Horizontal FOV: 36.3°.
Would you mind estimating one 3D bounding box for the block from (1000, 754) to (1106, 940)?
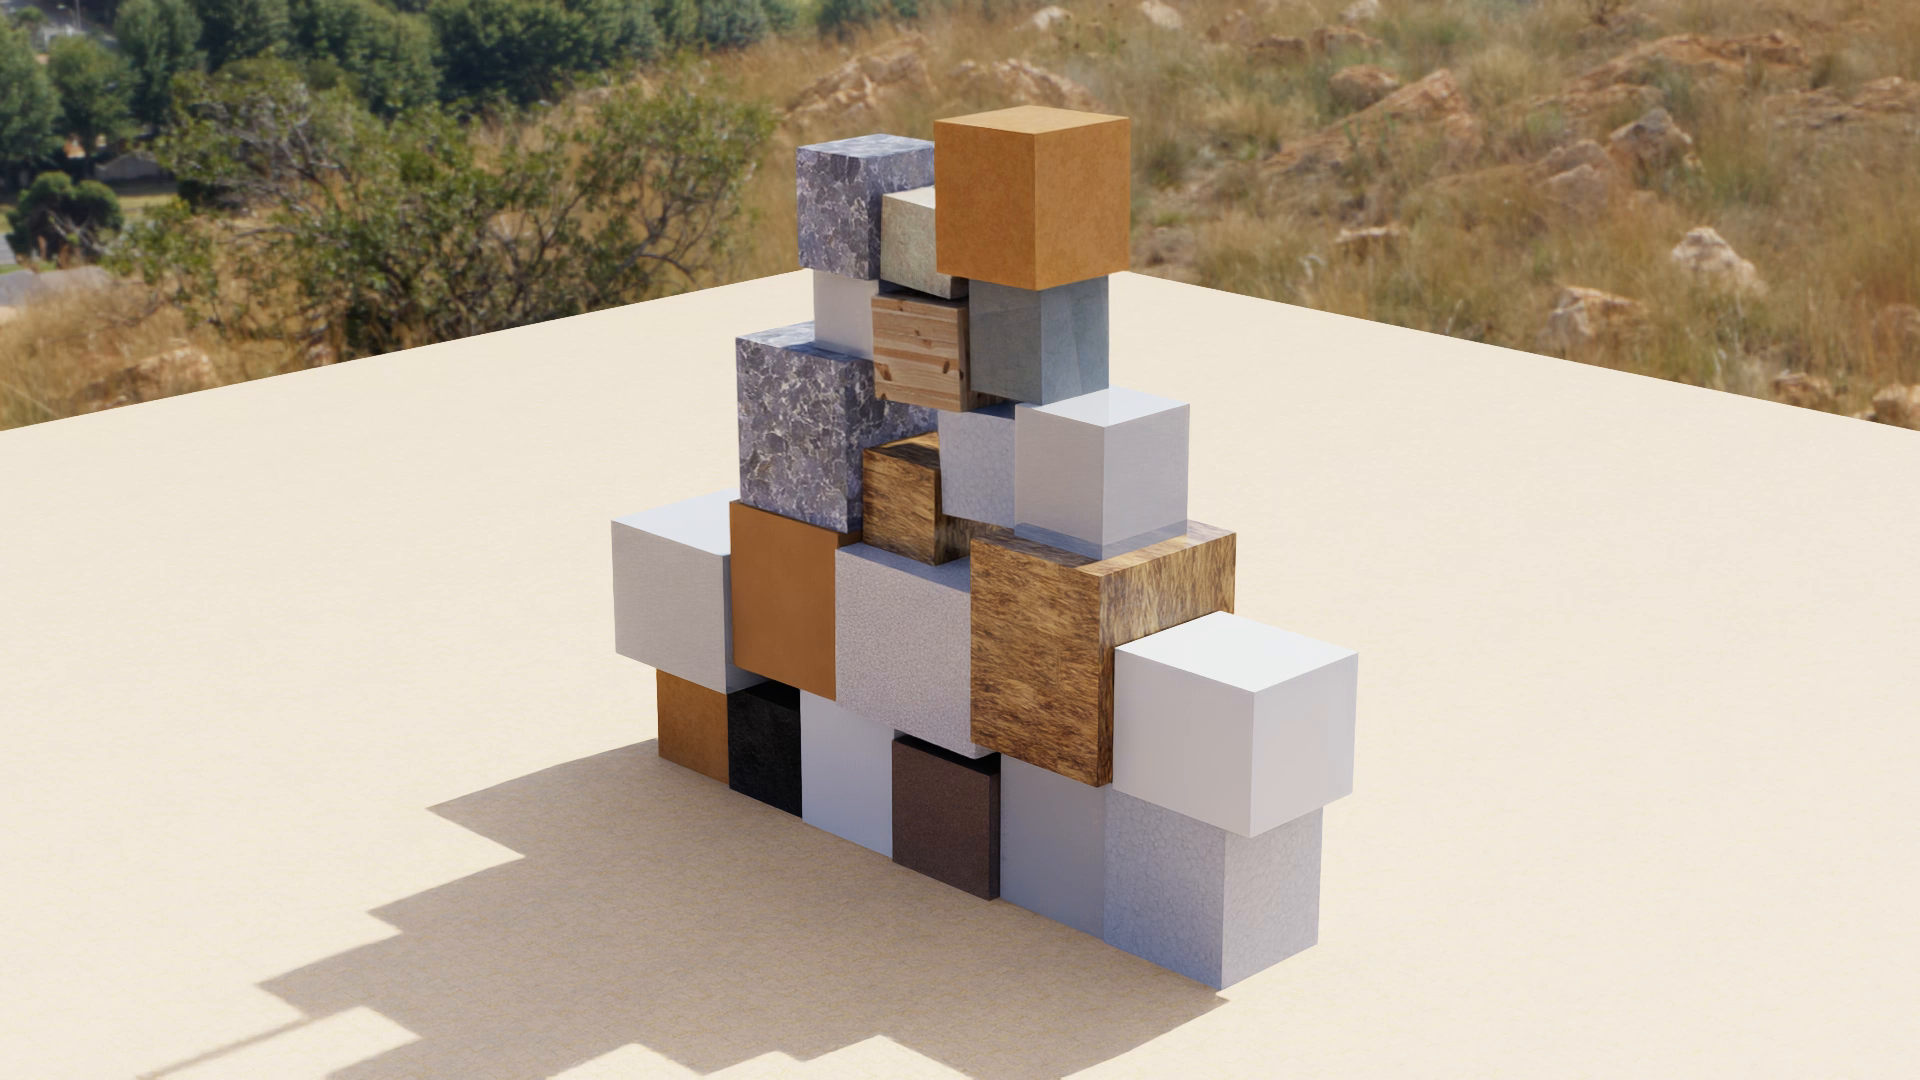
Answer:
[{"bbox_3d":[0.626,1.241,13.092,0.624,0.781,0.632,-17,24,-42],"label":"block"}]

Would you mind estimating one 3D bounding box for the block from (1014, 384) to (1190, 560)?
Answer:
[{"bbox_3d":[0.609,-0.302,12.594,0.544,0.582,0.513,-17,24,-42],"label":"block"}]

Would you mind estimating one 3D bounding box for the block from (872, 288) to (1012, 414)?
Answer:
[{"bbox_3d":[-0.022,-0.870,13.069,0.493,0.463,0.539,-17,21,-42],"label":"block"}]

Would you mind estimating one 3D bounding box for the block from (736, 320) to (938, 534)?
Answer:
[{"bbox_3d":[-0.531,-0.561,13.745,0.705,0.800,0.745,-17,23,-42],"label":"block"}]

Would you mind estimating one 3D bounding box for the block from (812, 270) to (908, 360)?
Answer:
[{"bbox_3d":[-0.373,-1.063,13.375,0.430,0.375,0.404,16,23,43],"label":"block"}]

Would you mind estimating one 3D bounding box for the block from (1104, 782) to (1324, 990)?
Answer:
[{"bbox_3d":[1.091,1.394,12.648,0.651,0.756,0.669,-17,24,-42],"label":"block"}]

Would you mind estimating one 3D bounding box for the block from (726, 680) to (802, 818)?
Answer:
[{"bbox_3d":[-0.715,0.957,14.398,0.642,0.540,0.552,-17,24,-42],"label":"block"}]

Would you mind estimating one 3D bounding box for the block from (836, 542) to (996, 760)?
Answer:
[{"bbox_3d":[0.042,0.419,13.435,0.829,0.764,0.905,-17,25,-42],"label":"block"}]

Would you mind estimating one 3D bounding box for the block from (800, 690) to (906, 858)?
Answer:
[{"bbox_3d":[-0.280,1.011,13.973,0.705,0.692,0.640,-17,24,-42],"label":"block"}]

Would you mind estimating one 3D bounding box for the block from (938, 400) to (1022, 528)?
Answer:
[{"bbox_3d":[0.252,-0.362,12.977,0.502,0.489,0.463,12,21,44],"label":"block"}]

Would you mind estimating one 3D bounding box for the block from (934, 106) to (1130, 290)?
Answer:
[{"bbox_3d":[0.310,-1.473,12.545,0.592,0.655,0.587,15,23,43],"label":"block"}]

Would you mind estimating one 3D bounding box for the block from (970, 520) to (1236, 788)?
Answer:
[{"bbox_3d":[0.623,0.428,12.811,0.878,0.940,0.753,-17,24,-42],"label":"block"}]

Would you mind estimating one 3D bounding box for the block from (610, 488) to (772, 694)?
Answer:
[{"bbox_3d":[-1.144,0.237,14.597,0.805,0.700,0.848,-17,24,-42],"label":"block"}]

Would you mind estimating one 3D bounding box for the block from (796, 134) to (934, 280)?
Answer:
[{"bbox_3d":[-0.386,-1.514,13.278,0.464,0.544,0.527,16,23,43],"label":"block"}]

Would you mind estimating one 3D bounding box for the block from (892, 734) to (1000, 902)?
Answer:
[{"bbox_3d":[0.163,1.193,13.540,0.720,0.605,0.627,-17,24,-42],"label":"block"}]

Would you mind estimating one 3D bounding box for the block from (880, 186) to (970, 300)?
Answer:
[{"bbox_3d":[-0.055,-1.328,12.989,0.445,0.381,0.391,21,27,41],"label":"block"}]

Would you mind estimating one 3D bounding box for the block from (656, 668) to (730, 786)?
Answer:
[{"bbox_3d":[-1.119,0.834,14.780,0.583,0.547,0.568,-17,24,-42],"label":"block"}]

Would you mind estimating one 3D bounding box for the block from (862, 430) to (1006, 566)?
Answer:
[{"bbox_3d":[-0.101,-0.201,13.373,0.463,0.451,0.502,18,25,42],"label":"block"}]

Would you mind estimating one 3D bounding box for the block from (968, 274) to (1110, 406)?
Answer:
[{"bbox_3d":[0.343,-0.906,12.692,0.425,0.517,0.428,-17,23,-42],"label":"block"}]

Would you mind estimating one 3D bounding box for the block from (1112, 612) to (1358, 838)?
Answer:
[{"bbox_3d":[1.155,0.762,12.342,0.680,0.635,0.754,-17,24,-42],"label":"block"}]

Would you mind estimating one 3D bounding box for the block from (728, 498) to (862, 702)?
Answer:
[{"bbox_3d":[-0.572,0.213,13.989,0.712,0.822,0.760,-17,23,-42],"label":"block"}]
